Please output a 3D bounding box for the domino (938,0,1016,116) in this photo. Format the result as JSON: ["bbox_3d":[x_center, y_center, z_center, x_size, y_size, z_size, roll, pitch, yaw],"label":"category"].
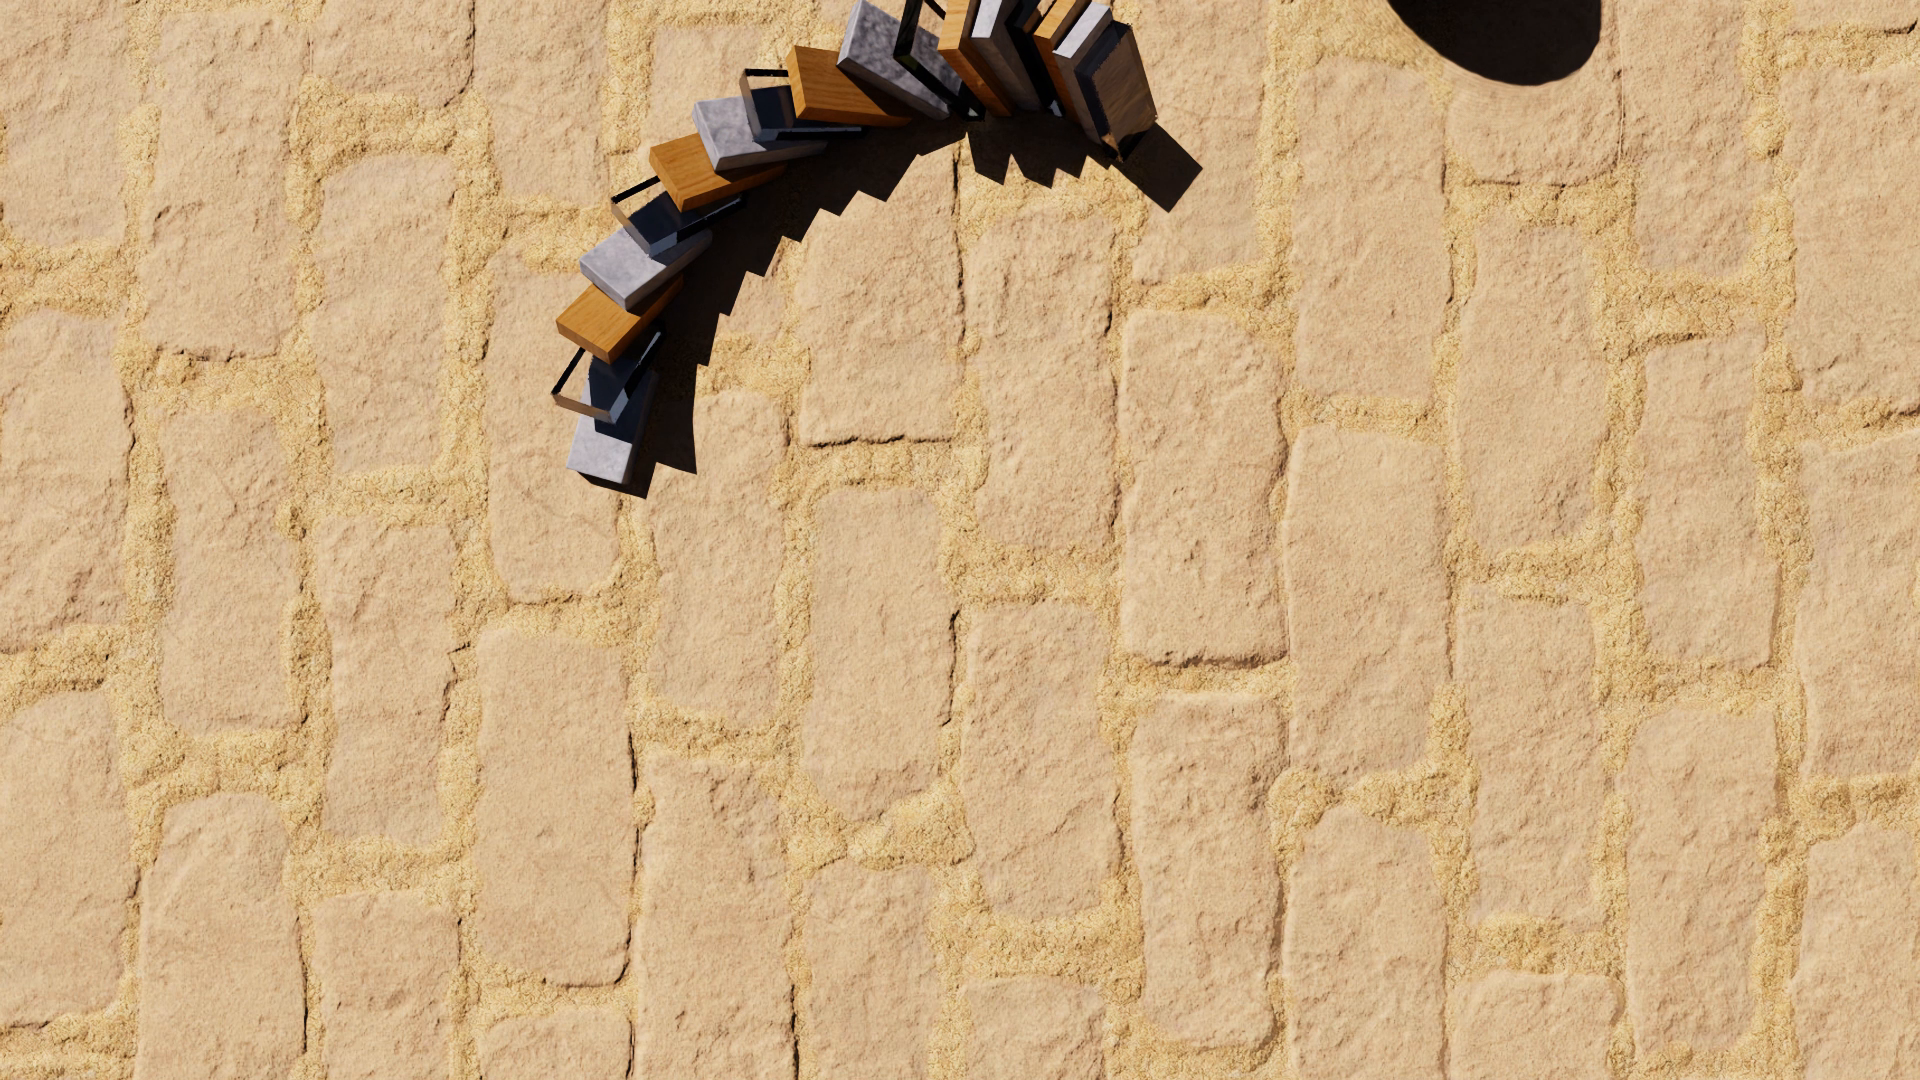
[{"bbox_3d":[0.010,-0.199,0.376,0.009,0.050,0.025,14,90,29],"label":"domino"}]

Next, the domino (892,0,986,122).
[{"bbox_3d":[-0.005,-0.197,0.377,0.010,0.050,0.025,14,90,37],"label":"domino"}]

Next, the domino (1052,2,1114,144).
[{"bbox_3d":[0.057,-0.190,0.376,0.010,0.050,0.025,37,90,30],"label":"domino"}]

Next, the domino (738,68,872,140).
[{"bbox_3d":[-0.064,-0.182,0.384,0.050,0.009,0.025,-15,90,-29],"label":"domino"}]

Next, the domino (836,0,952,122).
[{"bbox_3d":[-0.024,-0.199,0.383,0.050,0.009,0.025,15,88,-31],"label":"domino"}]

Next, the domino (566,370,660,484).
[{"bbox_3d":[-0.150,-0.051,0.395,0.025,0.009,0.050,16,90,0],"label":"domino"}]

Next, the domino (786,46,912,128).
[{"bbox_3d":[-0.046,-0.188,0.383,0.050,0.010,0.025,-11,90,-32],"label":"domino"}]

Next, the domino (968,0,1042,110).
[{"bbox_3d":[0.023,-0.202,0.376,0.010,0.050,0.025,19,90,29],"label":"domino"}]

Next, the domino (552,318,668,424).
[{"bbox_3d":[-0.146,-0.074,0.384,0.025,0.009,0.050,19,63,1],"label":"domino"}]

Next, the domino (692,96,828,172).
[{"bbox_3d":[-0.083,-0.172,0.384,0.050,0.010,0.025,-23,90,-29],"label":"domino"}]

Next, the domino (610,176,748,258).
[{"bbox_3d":[-0.117,-0.142,0.385,0.050,0.010,0.025,-40,90,-25],"label":"domino"}]

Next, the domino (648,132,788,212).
[{"bbox_3d":[-0.101,-0.158,0.385,0.050,0.010,0.025,-32,90,-27],"label":"domino"}]

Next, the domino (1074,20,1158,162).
[{"bbox_3d":[0.065,-0.183,0.376,0.010,0.050,0.025,37,90,30],"label":"domino"}]

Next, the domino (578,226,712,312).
[{"bbox_3d":[-0.131,-0.121,0.385,0.025,0.010,0.050,41,64,0],"label":"domino"}]

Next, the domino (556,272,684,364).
[{"bbox_3d":[-0.142,-0.100,0.385,0.025,0.010,0.050,32,64,0],"label":"domino"}]

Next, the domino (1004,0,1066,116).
[{"bbox_3d":[0.038,-0.202,0.376,0.009,0.050,0.025,35,90,30],"label":"domino"}]

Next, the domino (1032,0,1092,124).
[{"bbox_3d":[0.048,-0.198,0.376,0.010,0.050,0.025,35,90,30],"label":"domino"}]
